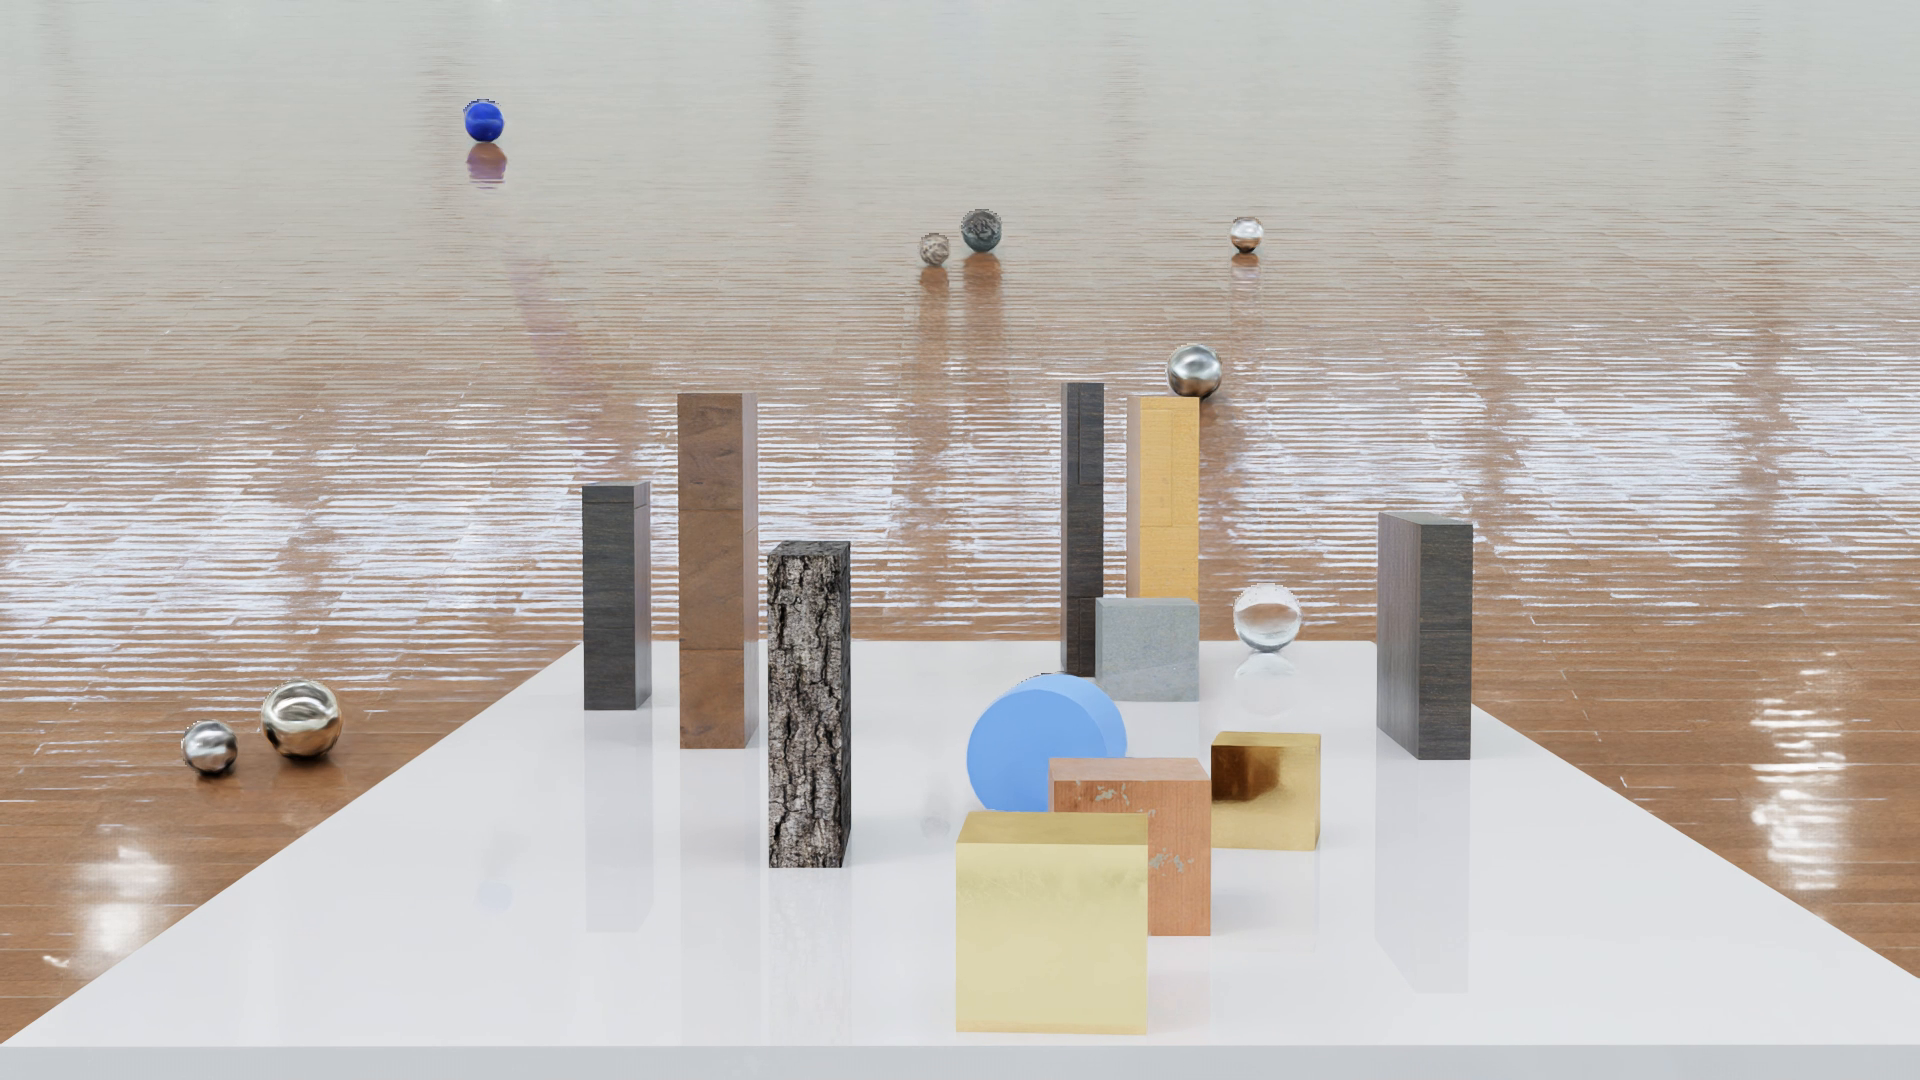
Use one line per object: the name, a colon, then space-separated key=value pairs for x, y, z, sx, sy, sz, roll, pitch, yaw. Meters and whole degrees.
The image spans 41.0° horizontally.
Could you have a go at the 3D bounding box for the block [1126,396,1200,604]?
block: x=0.444 y=-0.004 z=5.681 sx=0.124 sy=0.624 sz=0.443 roll=0 pitch=3 yaw=0

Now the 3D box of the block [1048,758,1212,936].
block: x=0.203 y=0.370 z=3.122 sx=0.185 sy=0.185 sz=0.185 roll=0 pitch=3 yaw=0

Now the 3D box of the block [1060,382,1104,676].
block: x=0.279 y=-0.033 z=5.892 sx=0.082 sy=0.656 sz=0.344 roll=0 pitch=3 yaw=0

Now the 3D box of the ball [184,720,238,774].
ball: x=-1.752 y=0.485 z=6.008 sx=0.124 sy=0.124 sz=0.124 roll=0 pitch=20 yaw=0

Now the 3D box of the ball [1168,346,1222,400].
ball: x=0.802 y=-0.570 z=8.776 sx=0.186 sy=0.186 sz=0.186 roll=0 pitch=20 yaw=0

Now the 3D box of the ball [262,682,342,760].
ball: x=-1.556 y=0.428 z=6.076 sx=0.186 sy=0.186 sz=0.186 roll=0 pitch=20 yaw=0

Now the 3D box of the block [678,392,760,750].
block: x=-0.444 y=0.046 z=4.754 sx=0.116 sy=0.636 sz=0.350 roll=0 pitch=3 yaw=0

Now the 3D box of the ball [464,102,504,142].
ball: x=-2.387 y=-2.097 z=12.888 sx=0.201 sy=0.201 sz=0.201 roll=0 pitch=20 yaw=0

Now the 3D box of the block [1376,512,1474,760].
block: x=0.840 y=0.164 z=4.668 sx=0.091 sy=0.410 sz=0.445 roll=0 pitch=3 yaw=0

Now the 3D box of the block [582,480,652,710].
block: x=-0.702 y=0.109 z=5.269 sx=0.104 sy=0.450 sz=0.277 roll=0 pitch=3 yaw=0

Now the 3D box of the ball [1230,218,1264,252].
ball: x=1.201 y=-1.278 z=10.760 sx=0.139 sy=0.139 sz=0.139 roll=0 pitch=20 yaw=0

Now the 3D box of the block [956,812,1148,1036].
block: x=0.099 y=0.394 z=2.670 sx=0.192 sy=0.192 sz=0.192 roll=0 pitch=3 yaw=4

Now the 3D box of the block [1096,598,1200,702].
block: x=0.390 y=0.228 z=5.372 sx=0.199 sy=0.199 sz=0.199 roll=0 pitch=3 yaw=-1

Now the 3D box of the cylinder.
cylinder: x=0.133 y=0.315 z=3.839 sx=0.208 sy=0.208 sz=0.208 roll=4 pitch=4 yaw=11

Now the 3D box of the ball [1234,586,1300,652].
ball: x=0.750 y=0.192 z=6.266 sx=0.162 sy=0.162 sz=0.162 roll=0 pitch=20 yaw=0

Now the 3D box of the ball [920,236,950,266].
ball: x=-0.104 y=-1.187 z=10.537 sx=0.122 sy=0.122 sz=0.122 roll=0 pitch=20 yaw=0

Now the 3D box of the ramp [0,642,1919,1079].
ramp: x=0.047 y=0.428 z=4.533 sx=2.000 sy=0.100 sz=4.000 roll=0 pitch=3 yaw=0

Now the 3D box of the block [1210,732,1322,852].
block: x=0.438 y=0.357 z=3.668 sx=0.146 sy=0.146 sz=0.146 roll=1 pitch=4 yaw=11

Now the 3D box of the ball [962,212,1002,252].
ball: x=0.092 y=-1.290 z=10.750 sx=0.168 sy=0.168 sz=0.168 roll=0 pitch=20 yaw=0

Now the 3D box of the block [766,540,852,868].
block: x=-0.209 y=0.222 z=3.616 sx=0.099 sy=0.423 sz=0.329 roll=0 pitch=3 yaw=0
